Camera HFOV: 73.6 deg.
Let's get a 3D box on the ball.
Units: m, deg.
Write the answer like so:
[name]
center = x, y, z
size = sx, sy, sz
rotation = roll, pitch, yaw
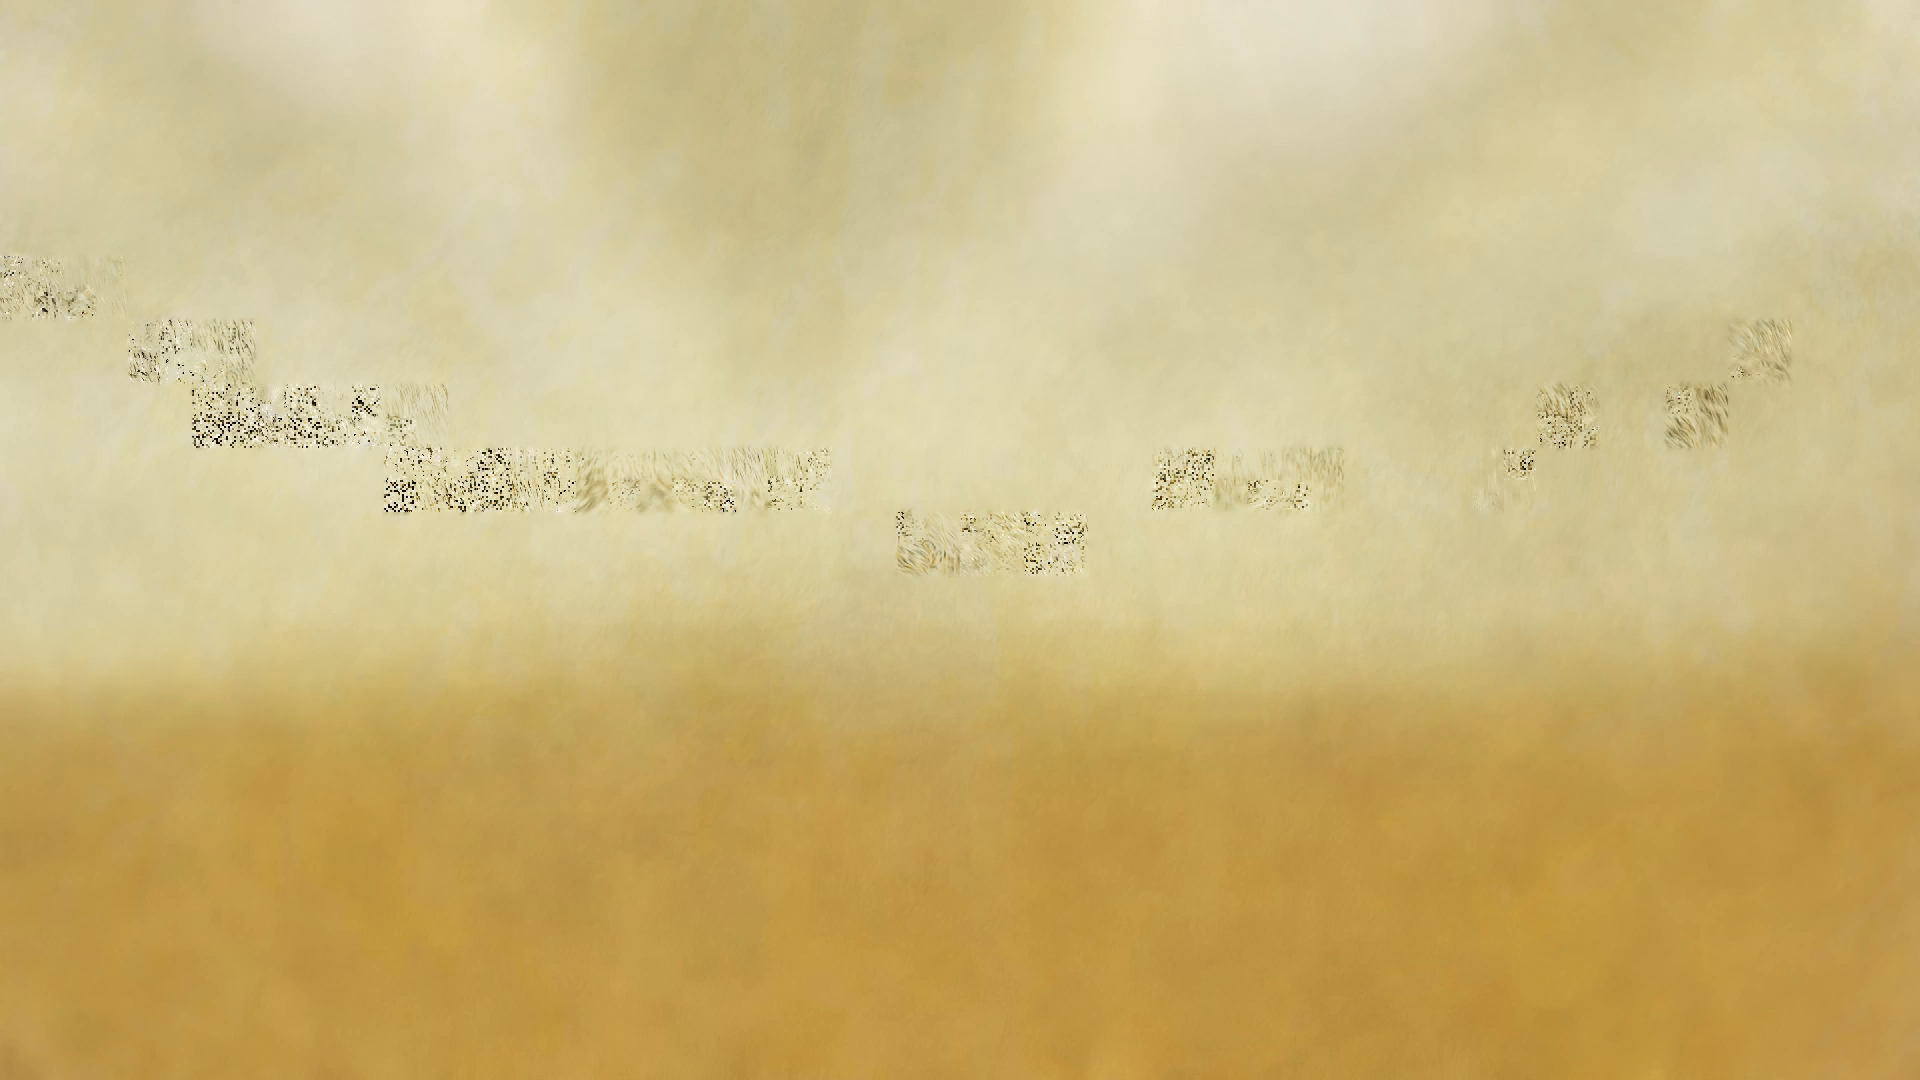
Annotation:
[ball]
center = 0.000, -0.002, 0.056
size = 0.080, 0.080, 0.080
rotation = 0, 4, 0
